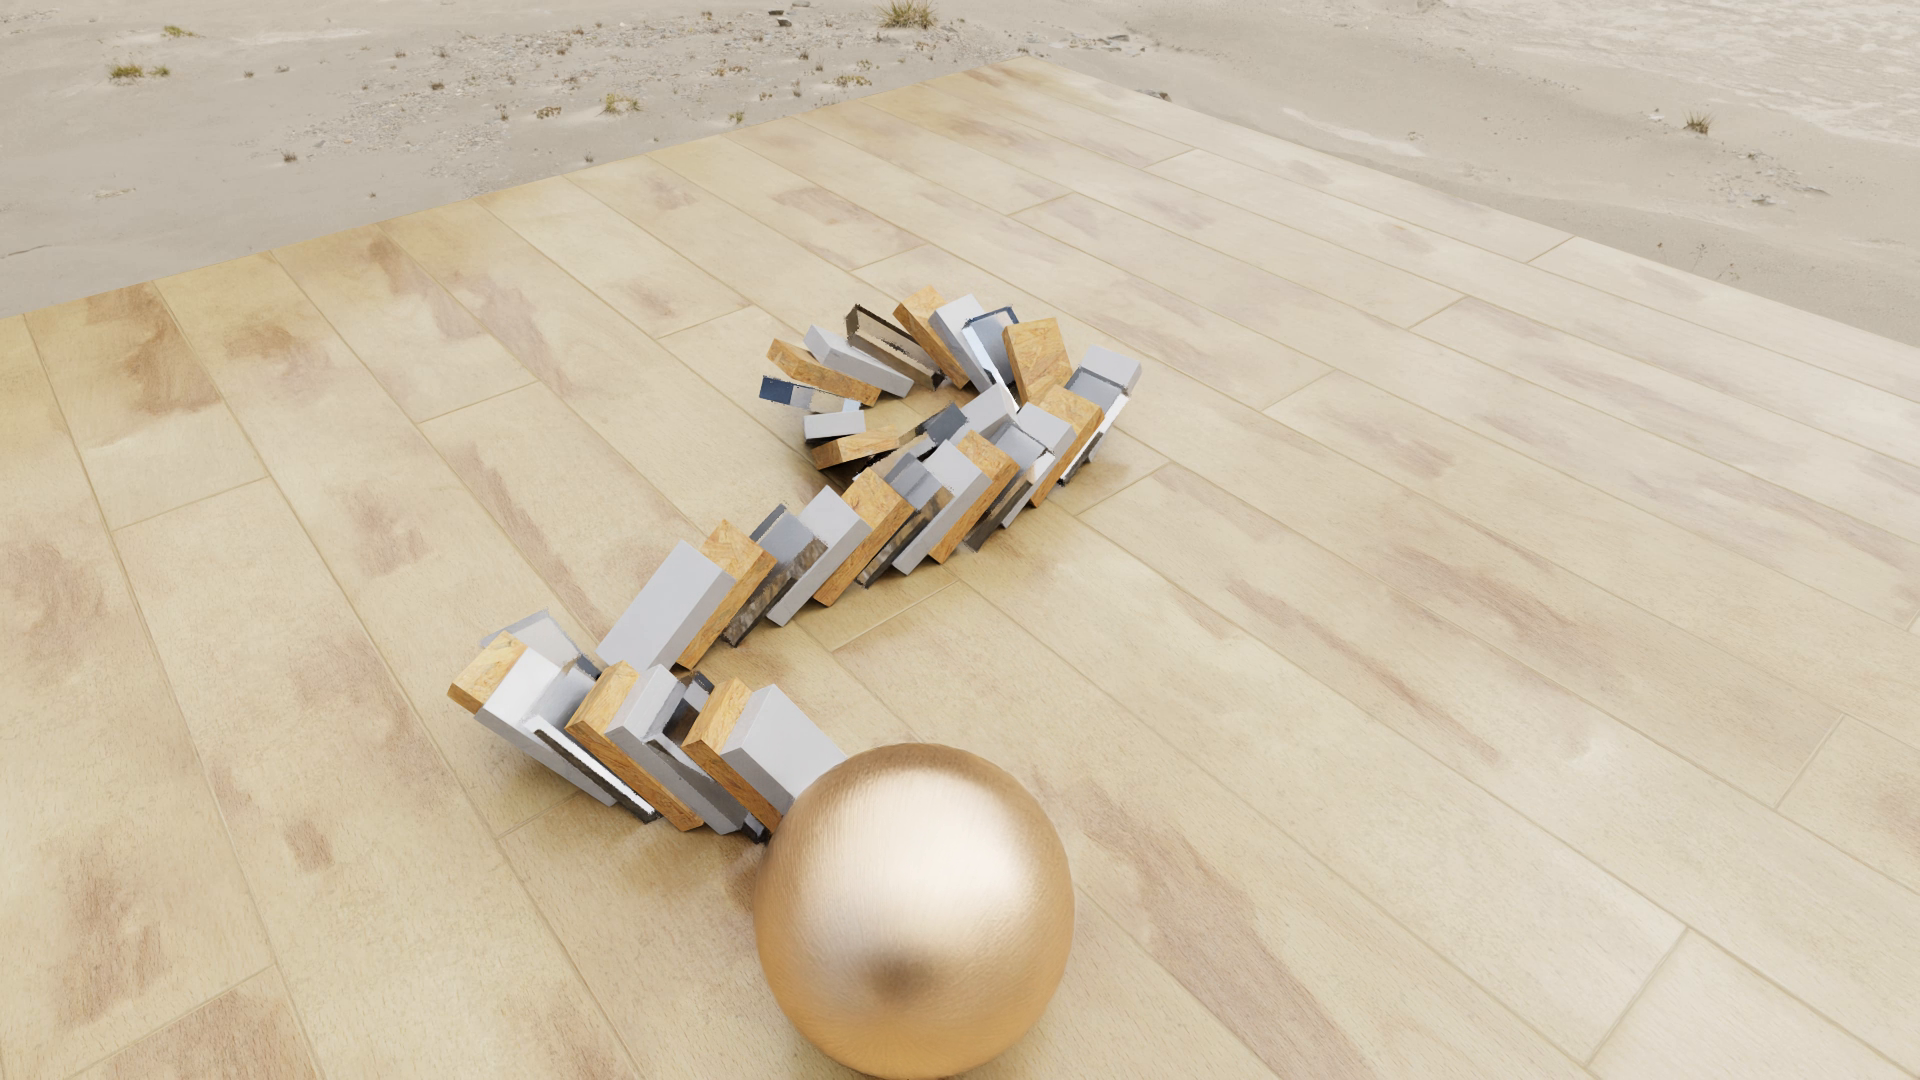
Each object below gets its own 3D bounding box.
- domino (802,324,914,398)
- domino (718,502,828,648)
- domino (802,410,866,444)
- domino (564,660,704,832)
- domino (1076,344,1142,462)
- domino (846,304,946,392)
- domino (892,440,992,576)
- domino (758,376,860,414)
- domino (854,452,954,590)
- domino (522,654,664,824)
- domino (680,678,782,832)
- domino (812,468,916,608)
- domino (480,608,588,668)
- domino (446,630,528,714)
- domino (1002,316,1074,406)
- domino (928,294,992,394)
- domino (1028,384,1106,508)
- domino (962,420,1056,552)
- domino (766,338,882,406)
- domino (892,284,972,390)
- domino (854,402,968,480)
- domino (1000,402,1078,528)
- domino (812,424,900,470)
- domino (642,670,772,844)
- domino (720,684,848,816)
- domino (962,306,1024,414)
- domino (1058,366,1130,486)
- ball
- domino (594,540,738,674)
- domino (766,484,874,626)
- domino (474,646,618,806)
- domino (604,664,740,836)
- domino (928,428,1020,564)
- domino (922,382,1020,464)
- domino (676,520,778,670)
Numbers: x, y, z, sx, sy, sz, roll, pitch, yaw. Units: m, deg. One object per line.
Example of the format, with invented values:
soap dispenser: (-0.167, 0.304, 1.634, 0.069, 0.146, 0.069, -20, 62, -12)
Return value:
domino: (-0.048, -0.085, 0.526, 0.050, 0.010, 0.025, 17, 25, -40)
domino: (-0.075, 0.013, 0.408, 0.050, 0.010, 0.025, -47, 52, -3)
domino: (-0.056, -0.049, 0.482, 0.025, 0.010, 0.050, -7, 4, -8)
domino: (-0.094, 0.063, 0.338, 0.010, 0.050, 0.025, -25, 27, 32)
domino: (0.060, -0.062, 0.499, 0.025, 0.009, 0.050, 26, 77, 24)
domino: (-0.031, -0.094, 0.536, 0.050, 0.010, 0.025, 26, 30, -27)
domino: (-0.013, -0.013, 0.436, 0.050, 0.009, 0.025, -47, 53, 3)
domino: (-0.067, -0.064, 0.499, 0.025, 0.010, 0.050, 15, 5, 18)
domino: (-0.028, -0.008, 0.430, 0.050, 0.010, 0.025, -47, 52, 3)
domino: (-0.107, 0.062, 0.340, 0.010, 0.050, 0.025, -27, 26, 34)
domino: (-0.059, 0.068, 0.332, 0.009, 0.050, 0.025, -24, 27, 32)
domino: (-0.043, -0.001, 0.423, 0.050, 0.009, 0.025, -49, 50, 1)
domino: (-0.146, 0.046, 0.387, 0.025, 0.010, 0.050, -29, 47, -31)
domino: (-0.136, 0.054, 0.357, 0.050, 0.010, 0.025, 37, 43, -6)
domino: (0.039, -0.078, 0.516, 0.025, 0.010, 0.050, -13, 79, -15)
domino: (0.009, -0.094, 0.537, 0.025, 0.010, 0.050, -32, 84, -34)
domino: (0.037, -0.041, 0.474, 0.025, 0.010, 0.050, 33, 80, 32)
domino: (0.013, -0.023, 0.450, 0.050, 0.010, 0.025, -50, 52, -1)
domino: (-0.064, -0.078, 0.517, 0.050, 0.009, 0.025, 14, 20, -46)
domino: (-0.007, -0.101, 0.544, 0.050, 0.009, 0.025, 48, 48, -1)
domino: (-0.021, -0.038, 0.465, 0.050, 0.009, 0.025, -27, 17, 44)
domino: (0.024, -0.032, 0.463, 0.025, 0.009, 0.050, 33, 80, 33)
domino: (-0.045, -0.039, 0.469, 0.025, 0.010, 0.050, -17, 5, -19)
domino: (-0.071, 0.066, 0.334, 0.010, 0.050, 0.025, -24, 27, 32)
domino: (-0.047, 0.070, 0.330, 0.010, 0.050, 0.025, -24, 27, 32)
domino: (0.024, -0.086, 0.527, 0.025, 0.009, 0.050, -24, 80, -27)
domino: (0.050, -0.051, 0.485, 0.025, 0.010, 0.050, 31, 80, 30)
ball: (-0.011, 0.091, 0.276, 0.080, 0.080, 0.080, 0, 39, 0)
domino: (-0.104, 0.027, 0.390, 0.025, 0.009, 0.050, 31, 80, 33)
domino: (-0.059, 0.006, 0.416, 0.050, 0.010, 0.025, -47, 50, -1)
domino: (-0.123, 0.059, 0.346, 0.050, 0.009, 0.025, 39, 43, -16)
domino: (-0.082, 0.064, 0.336, 0.010, 0.050, 0.025, -25, 28, 32)
domino: (-0.001, -0.018, 0.443, 0.050, 0.009, 0.025, -51, 52, 0)
domino: (0.001, -0.045, 0.476, 0.050, 0.010, 0.025, -34, 36, 18)
domino: (-0.092, 0.019, 0.400, 0.025, 0.010, 0.050, 33, 82, 34)
